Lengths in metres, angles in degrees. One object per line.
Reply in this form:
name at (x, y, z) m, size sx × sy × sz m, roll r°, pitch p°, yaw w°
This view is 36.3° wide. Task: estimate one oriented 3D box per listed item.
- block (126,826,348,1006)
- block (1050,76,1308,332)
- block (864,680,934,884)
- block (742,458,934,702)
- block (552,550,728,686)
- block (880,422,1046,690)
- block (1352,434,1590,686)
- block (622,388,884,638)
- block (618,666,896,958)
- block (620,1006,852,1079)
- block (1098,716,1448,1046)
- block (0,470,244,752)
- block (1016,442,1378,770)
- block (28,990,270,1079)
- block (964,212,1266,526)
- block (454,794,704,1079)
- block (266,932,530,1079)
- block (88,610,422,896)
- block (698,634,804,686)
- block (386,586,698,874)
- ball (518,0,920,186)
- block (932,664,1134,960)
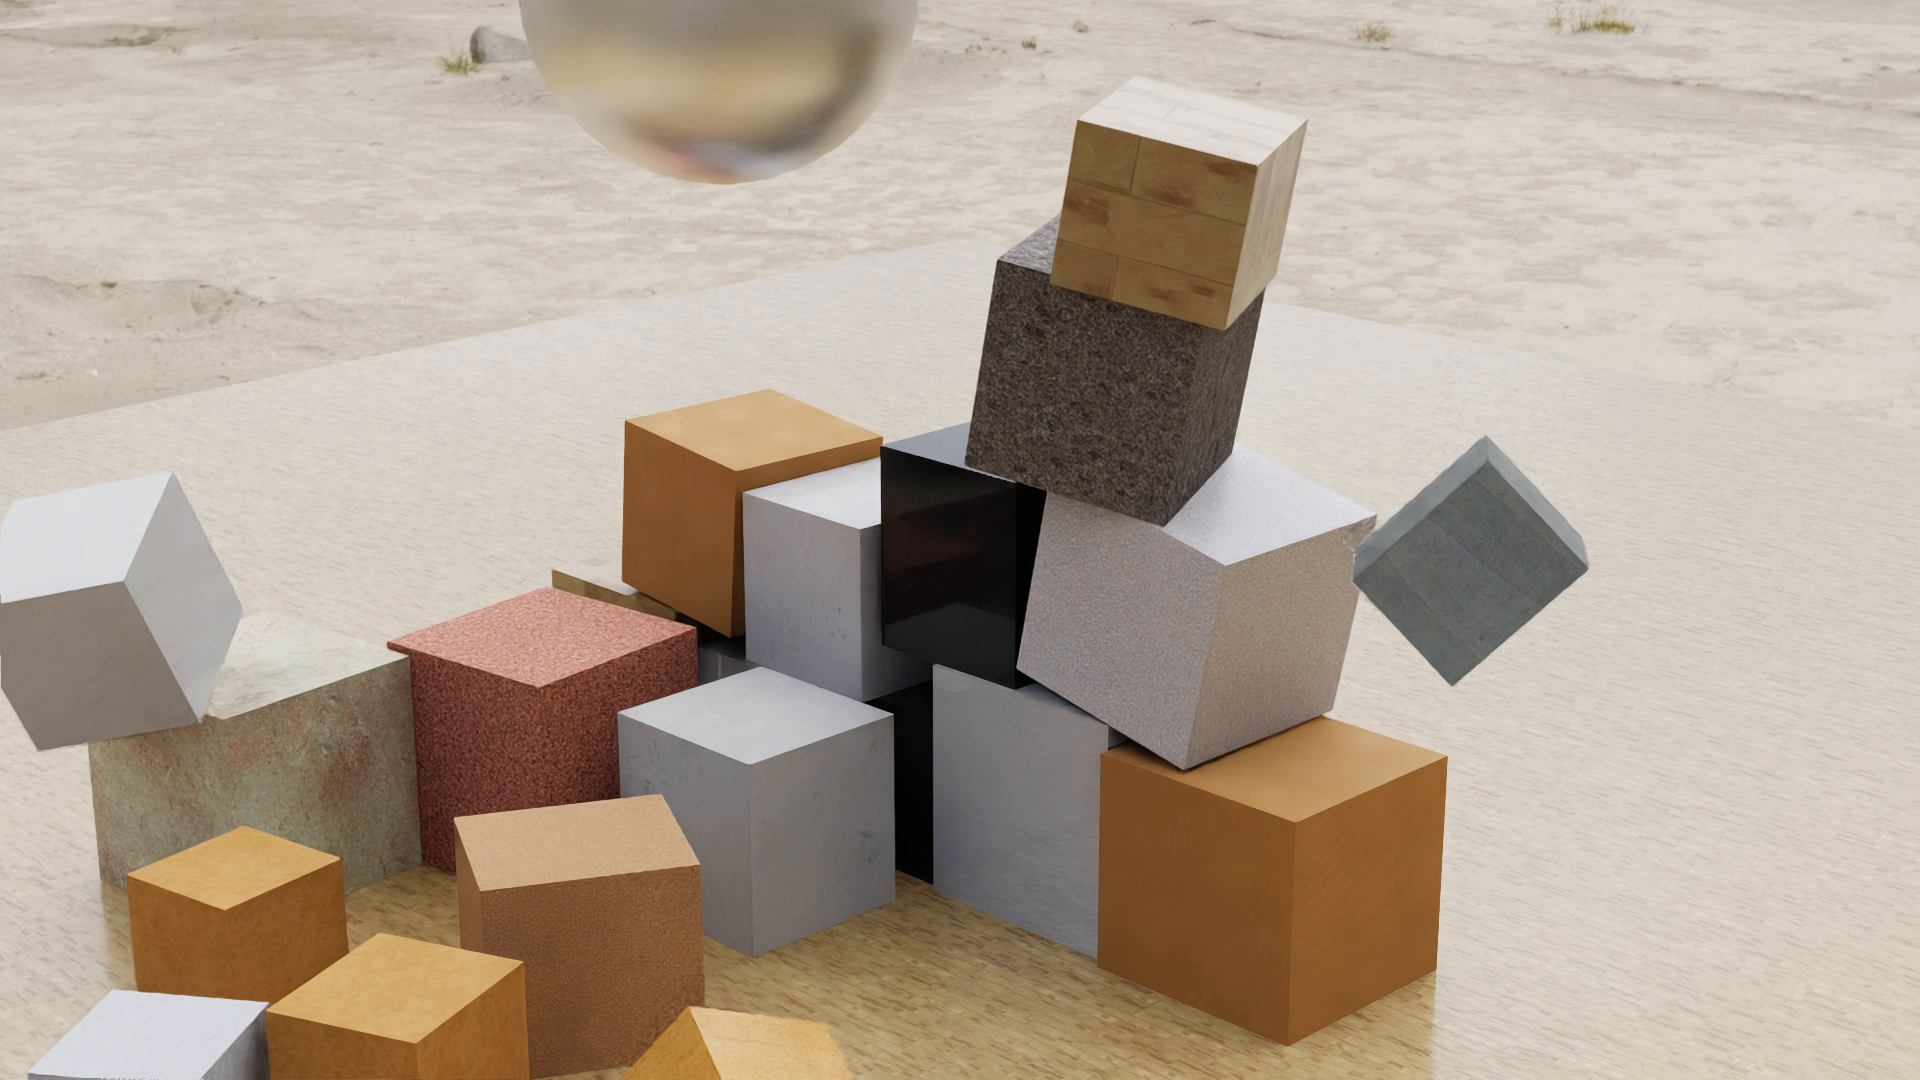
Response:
block at (-2.942, 1.644, 11.992) m, size 0.588 × 0.672 × 0.619 m, roll 12°, pitch 21°, yaw 34°
block at (0.873, -1.349, 11.634) m, size 0.729 × 0.678 × 0.764 m, roll 17°, pitch 26°, yaw 15°
block at (-0.102, 1.023, 13.740) m, size 0.789 × 0.810 × 0.811 m, roll -17°, pitch 24°, yaw -42°
block at (-0.400, 0.163, 13.750) m, size 0.912 × 0.824 × 0.810 m, roll -16°, pitch 24°, yaw -42°
block at (-1.330, 0.578, 14.947) m, size 0.970 × 0.935 × 1.088 m, roll 17°, pitch 24°, yaw 42°
block at (0.231, 0.028, 13.080) m, size 0.832 × 0.935 × 0.820 m, roll 17°, pitch 24°, yaw 42°
block at (1.980, 0.070, 11.403) m, size 0.559 × 0.687 × 0.636 m, roll 47°, pitch 15°, yaw -2°
block at (-1.019, -0.148, 14.298) m, size 0.905 × 0.840 × 0.862 m, roll -15°, pitch 28°, yaw -40°
block at (-0.902, 1.190, 13.070) m, size 0.882 × 0.892 × 0.846 m, roll 17°, pitch 24°, yaw 42°
block at (-0.751, 2.067, 9.897) m, size 0.647 × 0.655 × 0.657 m, roll 17°, pitch 33°, yaw -46°
block at (1.310, 1.362, 12.378) m, size 1.007 × 0.979 × 1.039 m, roll -17°, pitch 24°, yaw -42°
block at (-3.694, 0.305, 12.679) m, size 0.761 × 0.789 × 0.781 m, roll -10°, pitch 36°, yaw 11°
block at (0.995, 0.223, 12.430) m, size 0.985 × 0.944 × 0.974 m, roll -17°, pitch 36°, yaw -42°
block at (-2.903, 2.090, 10.617) m, size 0.615 × 0.646 × 0.665 m, roll 3°, pitch 18°, yaw 10°
block at (0.660, -0.746, 12.163) m, size 0.887 × 0.914 × 0.906 m, roll 17°, pitch 27°, yaw 17°
block at (-1.544, 1.600, 11.865) m, size 0.863 × 0.832 × 0.760 m, roll -5°, pitch 18°, yaw -16°
block at (-2.077, 1.973, 10.917) m, size 0.645 × 0.689 × 0.724 m, roll 7°, pitch 19°, yaw 22°
block at (-3.211, 1.037, 13.339) m, size 1.015 × 1.022 × 1.038 m, roll 14°, pitch 22°, yaw 37°
block at (-0.684, 0.873, 14.342) m, size 0.800 × 0.734 × 0.865 m, roll -17°, pitch 24°, yaw -42°
block at (-1.914, 0.936, 13.606) m, size 0.983 × 1.056 × 1.008 m, roll 13°, pitch 22°, yaw 36°
ball at (-0.955, -2.215, 11.644) m, size 1.600 × 1.600 × 1.600 m, roll 0°, pitch 17°, yaw 0°
block at (0.574, 1.086, 13.081) m, size 0.918 × 1.085 × 1.044 m, roll -17°, pitch 24°, yaw -42°
